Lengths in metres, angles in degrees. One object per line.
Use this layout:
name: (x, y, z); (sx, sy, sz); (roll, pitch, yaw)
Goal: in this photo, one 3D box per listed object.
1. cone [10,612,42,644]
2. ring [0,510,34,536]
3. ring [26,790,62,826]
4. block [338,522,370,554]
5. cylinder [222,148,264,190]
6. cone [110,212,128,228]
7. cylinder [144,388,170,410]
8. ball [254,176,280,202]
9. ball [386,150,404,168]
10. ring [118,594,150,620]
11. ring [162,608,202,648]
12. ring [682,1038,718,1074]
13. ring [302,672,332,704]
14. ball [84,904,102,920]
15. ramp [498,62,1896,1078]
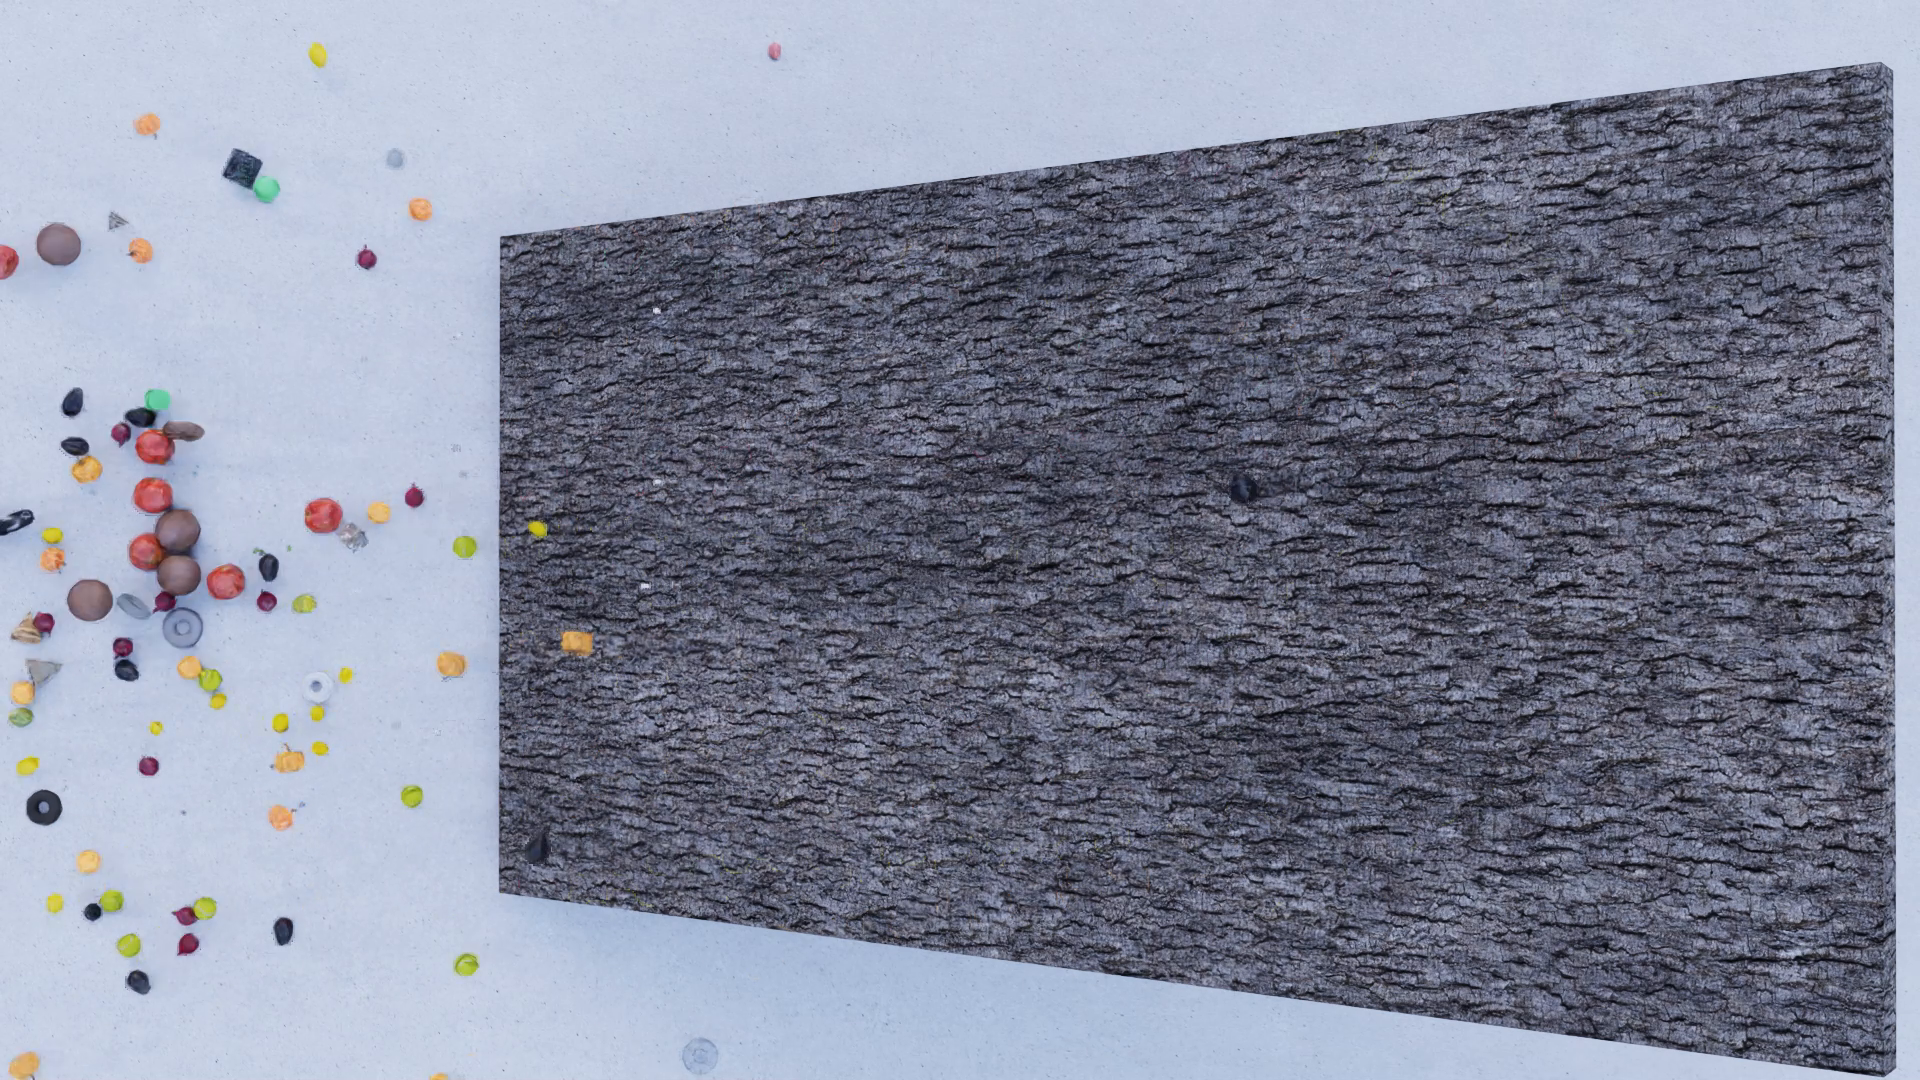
cone: (-2.865, 0.259, 6.761); (0.090, 0.090, 0.090); (-3, 63, 0)
ring: (-2.896, -0.050, 6.707); (0.143, 0.143, 0.048); (-24, 97, 0)
ring: (-2.815, 0.823, 6.759); (0.109, 0.036, 0.109); (0, 90, 1)
block: (-1.844, -0.007, 6.683); (0.058, 0.058, 0.058); (-41, 49, -6)
cylinder: (-2.199, -1.137, 6.742); (0.091, 0.091, 0.091); (28, 96, 0)
cone: (-2.584, -0.979, 6.765); (0.054, 0.054, 0.054); (7, 90, -13)
cylinder: (-2.457, -0.430, 6.735); (0.066, 0.066, 0.066); (-2, 94, -30)
ball: (-2.128, -1.079, 6.750); (0.077, 0.077, 0.077); (0, 90, 0)
ball: (-1.738, -1.172, 6.764); (0.055, 0.055, 0.055); (0, 90, 0)
ring: (-2.526, 0.205, 6.723); (0.109, 0.109, 0.036); (40, 93, 0)
ring: (-2.390, 0.270, 6.760); (0.126, 0.042, 0.126); (0, 91, 1)
ring: (-0.797, 1.585, 6.753); (0.112, 0.037, 0.112); (0, 88, -1)
ring: (-1.978, 0.453, 6.764); (0.098, 0.033, 0.098); (0, 88, 1)
ball: (-2.662, 1.142, 6.749); (0.052, 0.052, 0.052); (0, 90, 0)
ramp: (0.235, 0.066, 5.556); (4.000, 0.100, 2.000); (0, 89, 36)
